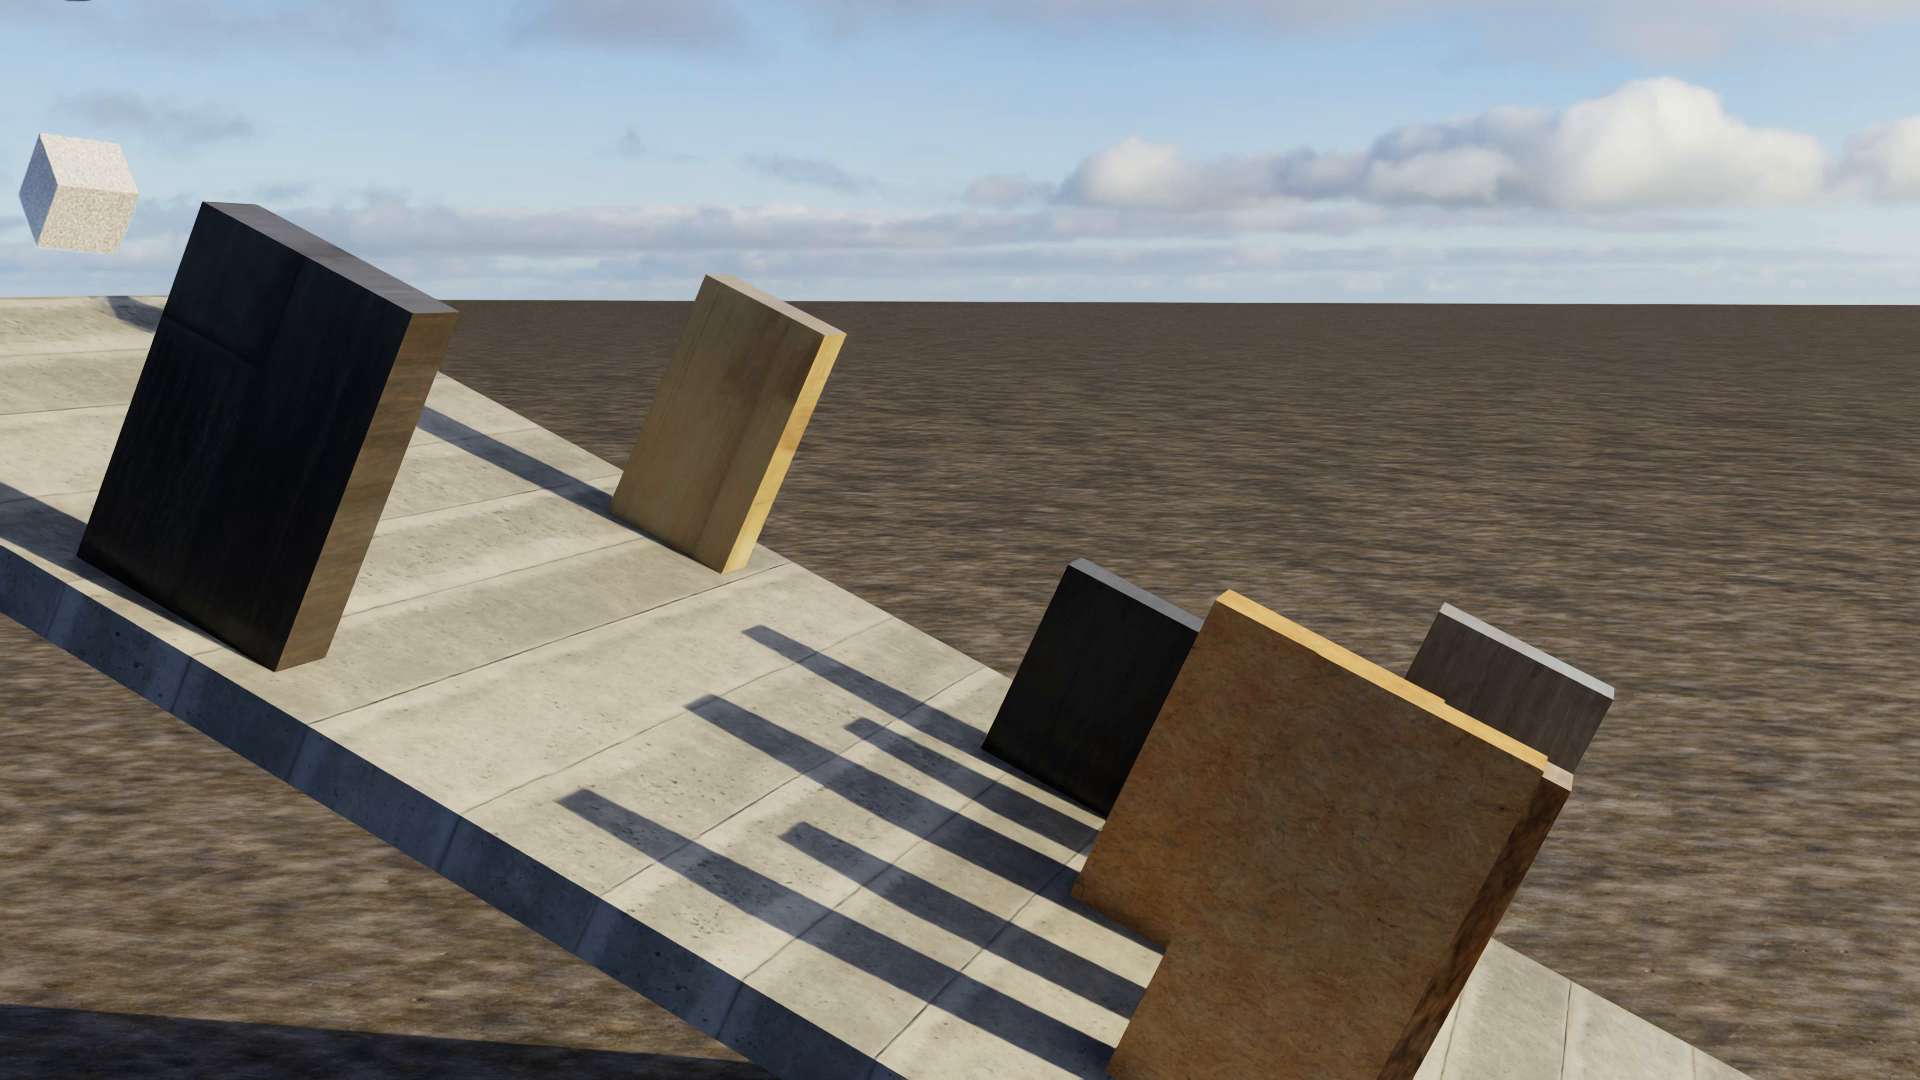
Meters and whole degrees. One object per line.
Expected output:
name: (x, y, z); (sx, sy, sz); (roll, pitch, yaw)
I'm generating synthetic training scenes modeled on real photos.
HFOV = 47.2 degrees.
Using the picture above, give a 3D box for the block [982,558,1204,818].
block: (0.332, 0.331, 4.504); (0.427, 0.433, 0.115); (28, 14, 12)

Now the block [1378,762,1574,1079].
block: (0.726, 0.622, 3.582); (0.248, 0.666, 0.120); (28, 14, 12)

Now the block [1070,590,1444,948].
block: (0.529, 0.465, 3.948); (0.429, 0.613, 0.138); (28, 14, 12)

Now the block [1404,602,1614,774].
block: (0.913, 0.521, 4.187); (0.349, 0.715, 0.122); (28, 14, 12)

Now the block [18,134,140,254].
block: (-1.801, -0.706, 4.492); (0.162, 0.162, 0.162); (1, 46, -42)

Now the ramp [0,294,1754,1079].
ramp: (-0.262, 0.446, 4.169); (4.000, 0.100, 2.000); (28, 14, 12)

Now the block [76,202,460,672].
block: (-1.098, -0.165, 3.478); (0.399, 0.619, 0.140); (28, 14, 12)

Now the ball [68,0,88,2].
ball: (-1.839, -1.216, 4.561); (0.194, 0.194, 0.194); (0, 7, 0)

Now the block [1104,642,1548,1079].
block: (0.543, 0.569, 3.308); (0.360, 0.739, 0.102); (28, 14, 12)

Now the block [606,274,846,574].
block: (-0.524, -0.261, 4.921); (0.308, 0.587, 0.136); (28, 14, 12)
